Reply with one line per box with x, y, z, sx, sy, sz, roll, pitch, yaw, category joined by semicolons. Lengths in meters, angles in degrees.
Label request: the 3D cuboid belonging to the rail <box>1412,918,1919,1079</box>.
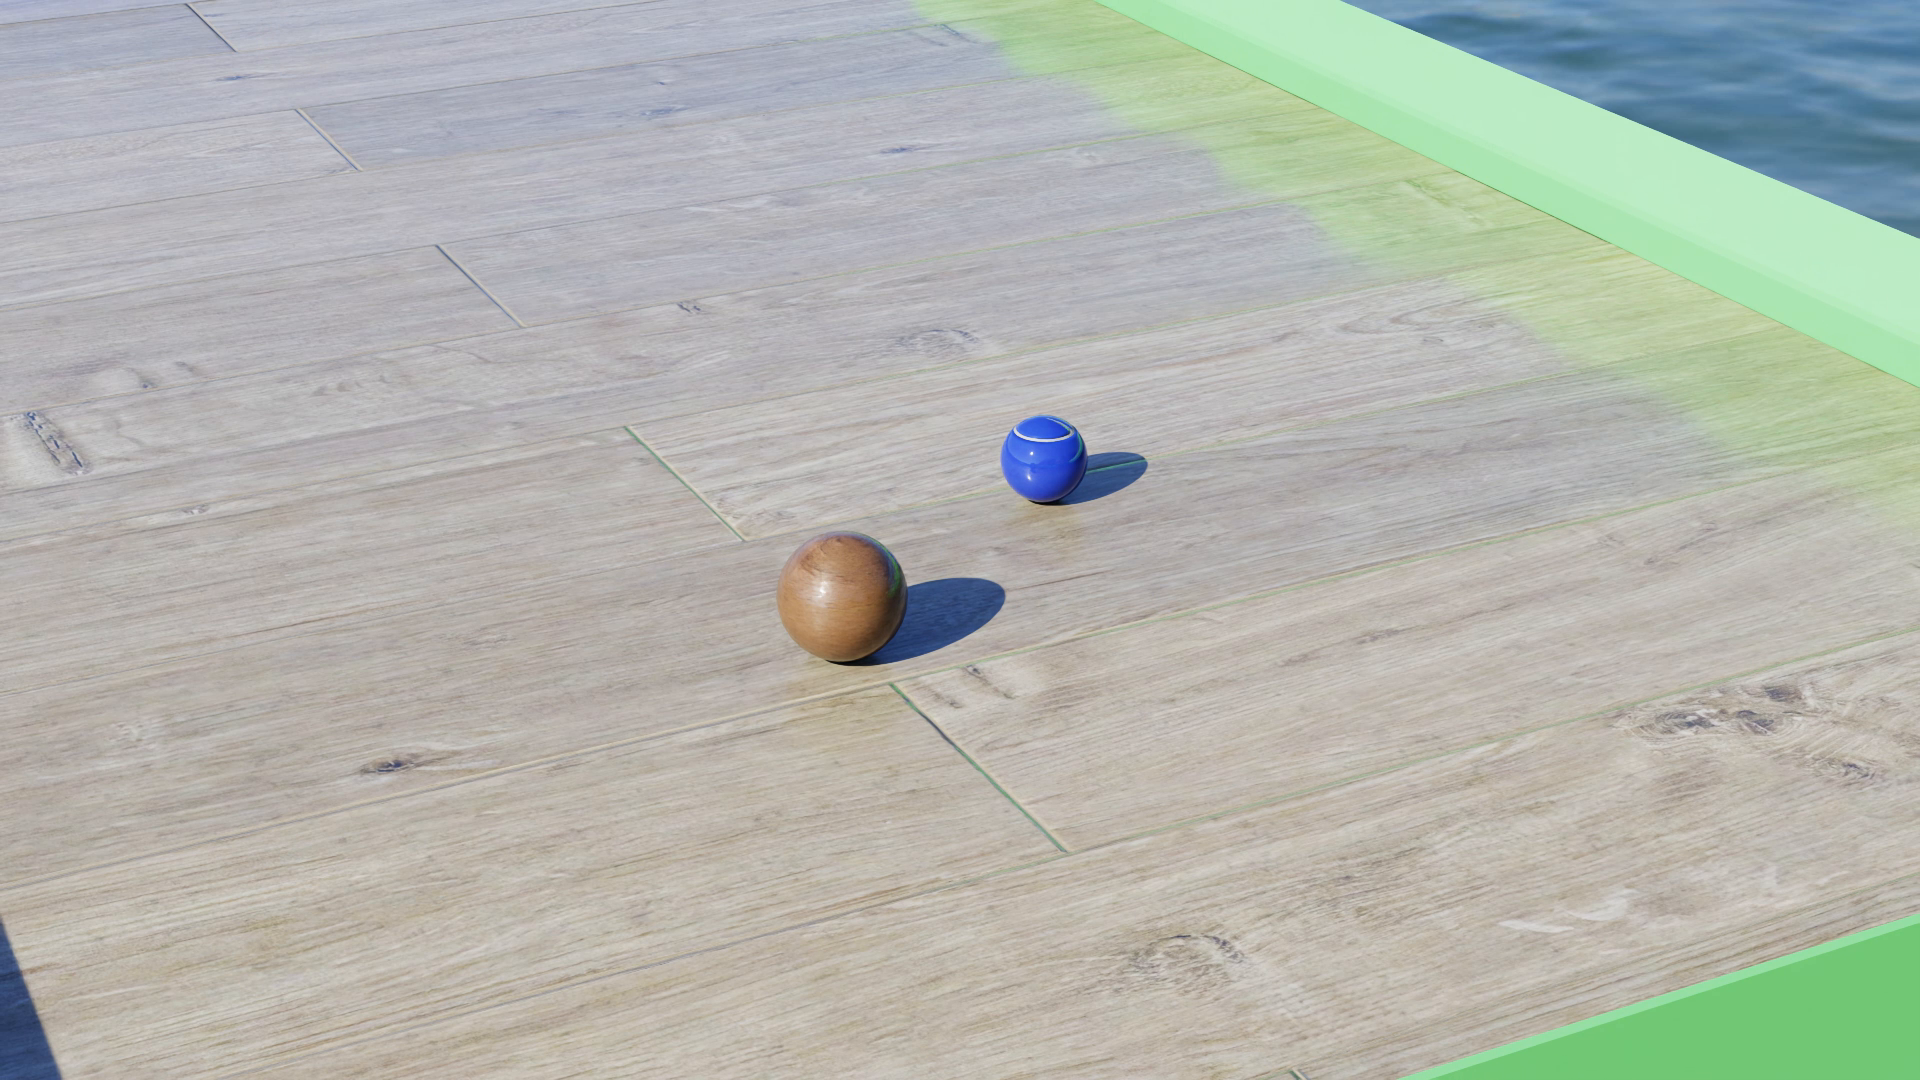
0.347;0.265;1.475;1.779;0.122;0.045;-12;28;-24;rail

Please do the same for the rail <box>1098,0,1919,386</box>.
0.415;-0.489;3.095;0.045;0.122;3.178;-12;28;-24;rail

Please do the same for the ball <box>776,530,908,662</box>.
-0.080;0.038;2.002;0.090;0.090;0.090;0;25;0;ball

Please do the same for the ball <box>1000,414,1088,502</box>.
0.064;-0.062;2.244;0.067;0.067;0.067;0;25;0;ball
